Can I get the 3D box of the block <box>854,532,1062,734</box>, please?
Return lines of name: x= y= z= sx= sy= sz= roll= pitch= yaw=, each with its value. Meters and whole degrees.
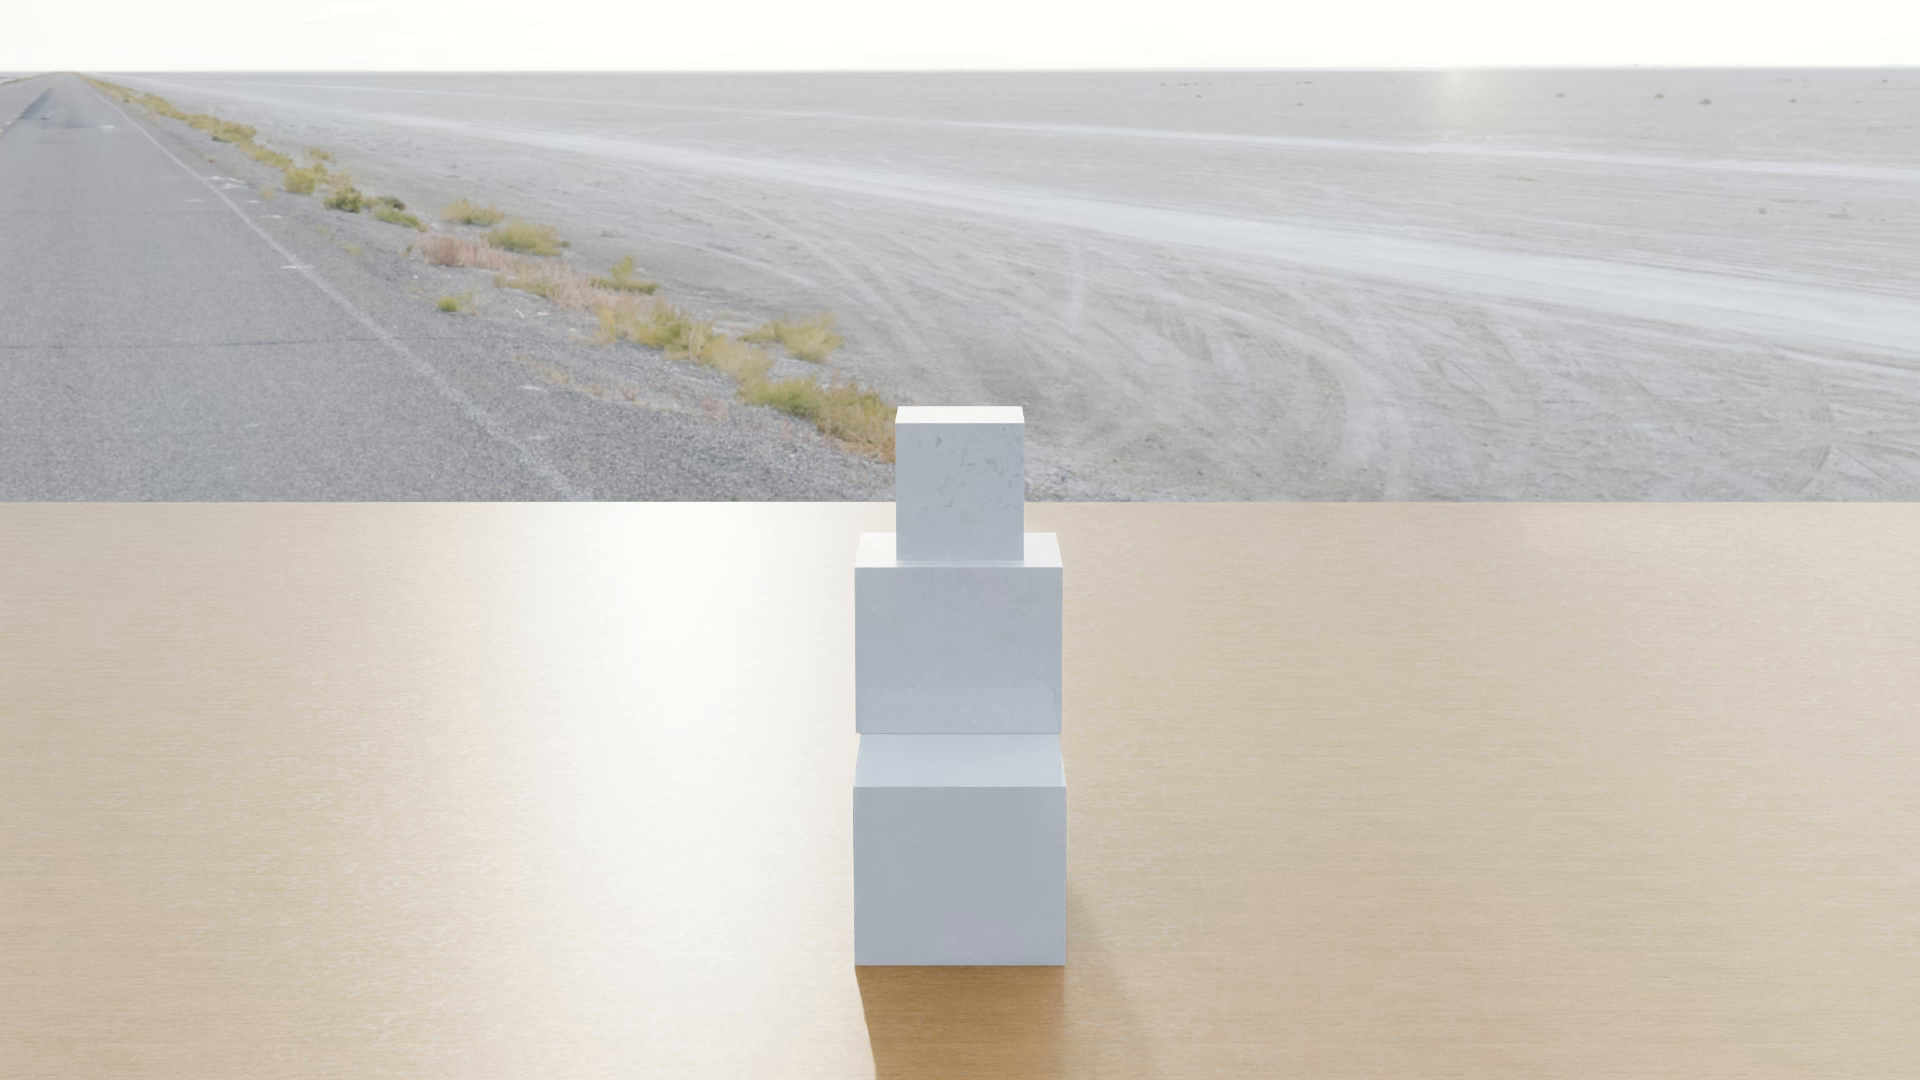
block: x=-0.006 y=0.395 z=11.252 sx=0.877 sy=0.721 sz=0.822 roll=0 pitch=10 yaw=0

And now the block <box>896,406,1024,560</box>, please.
block: x=0.000 y=-0.251 z=11.135 sx=0.545 sy=0.592 sz=0.532 roll=0 pitch=10 yaw=0

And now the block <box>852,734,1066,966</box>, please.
block: x=-0.001 y=1.258 z=10.590 sx=0.843 sy=0.737 sz=0.856 roll=0 pitch=10 yaw=0
